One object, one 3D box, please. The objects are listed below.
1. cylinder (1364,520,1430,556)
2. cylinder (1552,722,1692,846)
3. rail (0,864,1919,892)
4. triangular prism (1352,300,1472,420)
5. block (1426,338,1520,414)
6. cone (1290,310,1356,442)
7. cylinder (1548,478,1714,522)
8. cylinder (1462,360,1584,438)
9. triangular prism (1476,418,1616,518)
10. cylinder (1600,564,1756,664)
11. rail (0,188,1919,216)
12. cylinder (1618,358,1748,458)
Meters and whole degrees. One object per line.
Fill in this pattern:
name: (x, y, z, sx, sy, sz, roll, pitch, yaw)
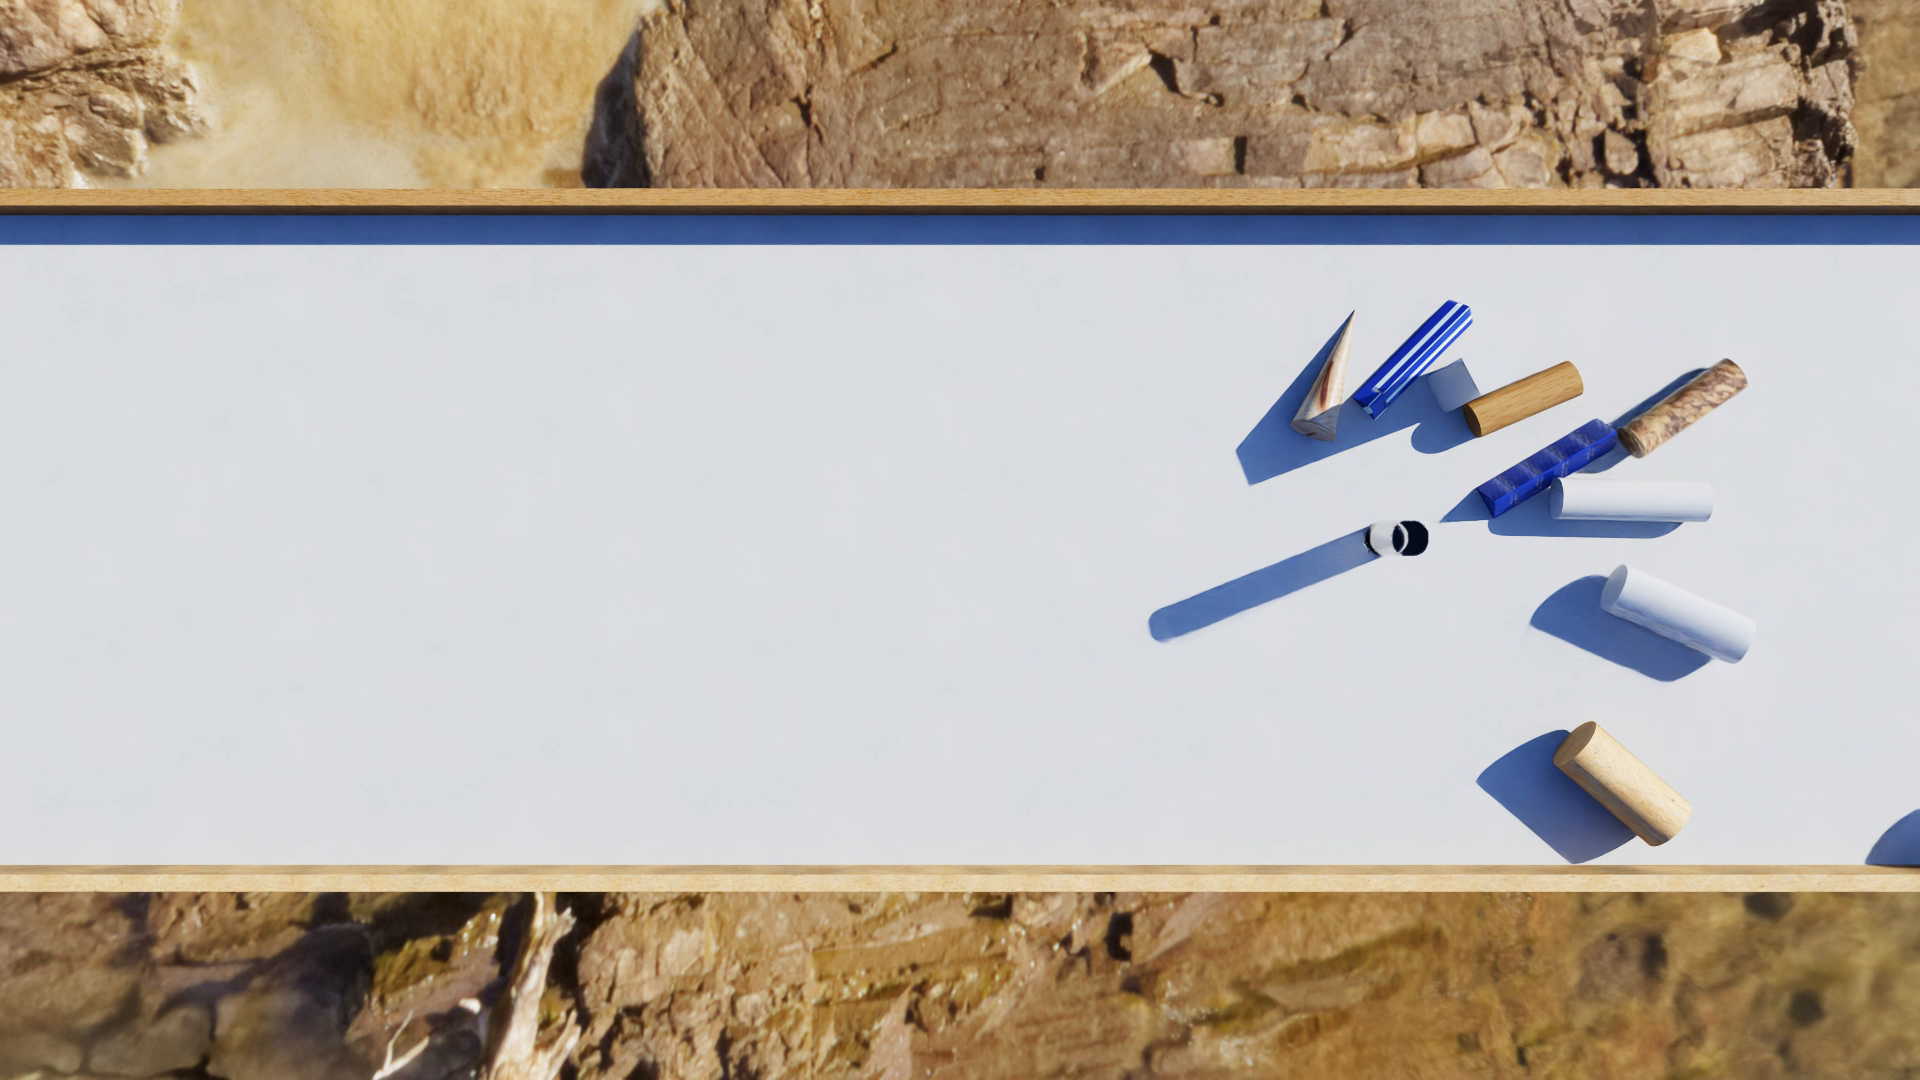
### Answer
cylinder: (1.283, -0.004, 4.858, 0.105, 0.432, 0.105, 0, 90, 4)
cylinder: (2.002, 0.737, 4.989, 0.376, 0.176, 0.176, 40, 90, 0)
rail: (-2.247, 1.025, 5.001, 12.000, 0.150, 0.050, 0, 90, 0)
triangular prism: (1.391, -0.555, 5.031, 0.099, 0.086, 0.426, 45, 90, 0)
block: (1.511, -0.481, 4.878, 0.123, 0.390, 0.123, -27, 87, 0)
cone: (1.146, -0.524, 5.042, 0.142, 0.142, 0.424, 21, 80, 0)
cylinder: (2.037, -0.121, 5.013, 0.451, 0.127, 0.127, 1, 90, 0)
cylinder: (1.713, -0.428, 5.019, 0.335, 0.115, 0.115, -23, 90, 0)
triangular prism: (1.800, -0.221, 5.027, 0.427, 0.093, 0.108, -30, 90, 0)
cylinder: (2.174, 0.226, 5.001, 0.418, 0.151, 0.151, 23, 90, 0)
rail: (-2.247, -1.025, 5.002, 12.000, 0.150, 0.050, 0, 90, 0)
cylinder: (2.198, -0.401, 5.021, 0.383, 0.112, 0.112, -34, 90, 0)
